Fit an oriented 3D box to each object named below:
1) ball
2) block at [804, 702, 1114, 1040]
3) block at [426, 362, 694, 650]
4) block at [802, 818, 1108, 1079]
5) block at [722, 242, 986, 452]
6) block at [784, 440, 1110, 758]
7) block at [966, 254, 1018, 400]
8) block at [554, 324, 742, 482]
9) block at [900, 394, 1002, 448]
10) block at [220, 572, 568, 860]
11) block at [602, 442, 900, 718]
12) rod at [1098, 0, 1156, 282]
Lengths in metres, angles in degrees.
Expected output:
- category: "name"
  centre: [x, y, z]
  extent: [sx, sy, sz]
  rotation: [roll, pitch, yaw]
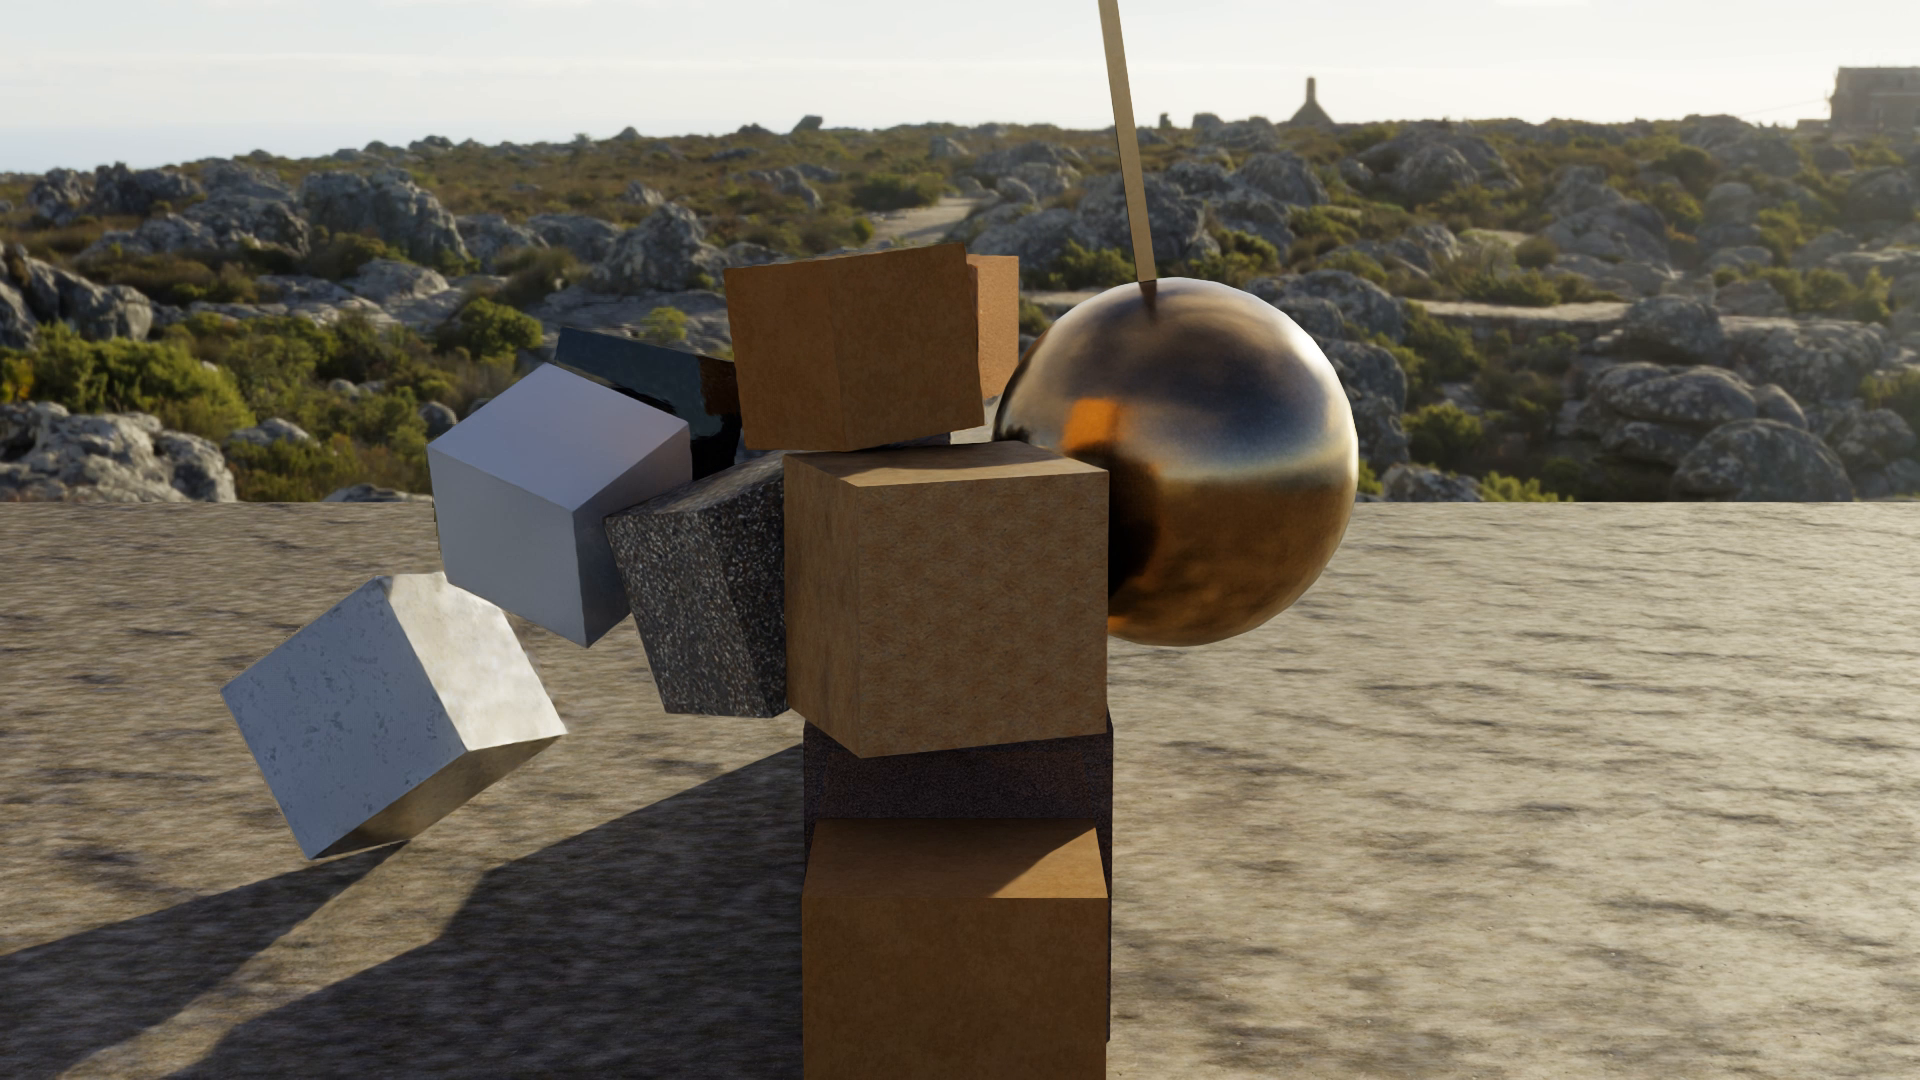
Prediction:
- category: "ball"
  centre: [0.923, -0.335, 11.119]
  extent: [1.600, 1.600, 1.600]
  rotation: [0, 10, 0]
- category: "block"
  centre: [-0.007, 1.159, 9.898]
  extent: [1.117, 1.178, 1.147]
  rotation: [0, 10, 0]
- category: "block"
  centre: [-1.631, -0.153, 10.624]
  extent: [0.769, 0.706, 0.727]
  rotation: [23, 43, 26]
- category: "block"
  centre: [-0.017, 1.506, 8.906]
  extent: [1.002, 0.850, 0.909]
  rotation: [0, 10, 0]
- category: "block"
  centre: [-0.407, -0.738, 9.810]
  extent: [0.646, 0.701, 0.693]
  rotation: [-12, 9, -36]
- category: "block"
  centre: [-0.063, 0.187, 9.305]
  extent: [0.934, 0.948, 0.826]
  rotation: [-4, 11, -21]
- category: "block"
  centre: [-0.138, -1.018, 12.177]
  extent: [0.675, 0.632, 0.636]
  rotation: [3, 11, 18]
- category: "block"
  centre: [-1.466, -0.522, 11.715]
  extent: [0.862, 0.747, 0.763]
  rotation: [12, 3, -9]
- category: "block"
  centre: [-0.319, -0.297, 12.181]
  extent: [0.848, 0.788, 0.862]
  rotation: [3, 11, 17]
- category: "block"
  centre: [-2.526, 0.770, 11.493]
  extent: [0.962, 0.867, 0.830]
  rotation: [-34, -11, 19]
- category: "block"
  centre: [-0.709, 0.136, 10.068]
  extent: [0.915, 0.823, 0.798]
  rotation: [-24, 12, -34]
- category: "rod"
  centre: [0.400, -3.640, 10.518]
  extent: [0.080, 5.200, 0.080]
  rotation: [-9, 10, 2]
